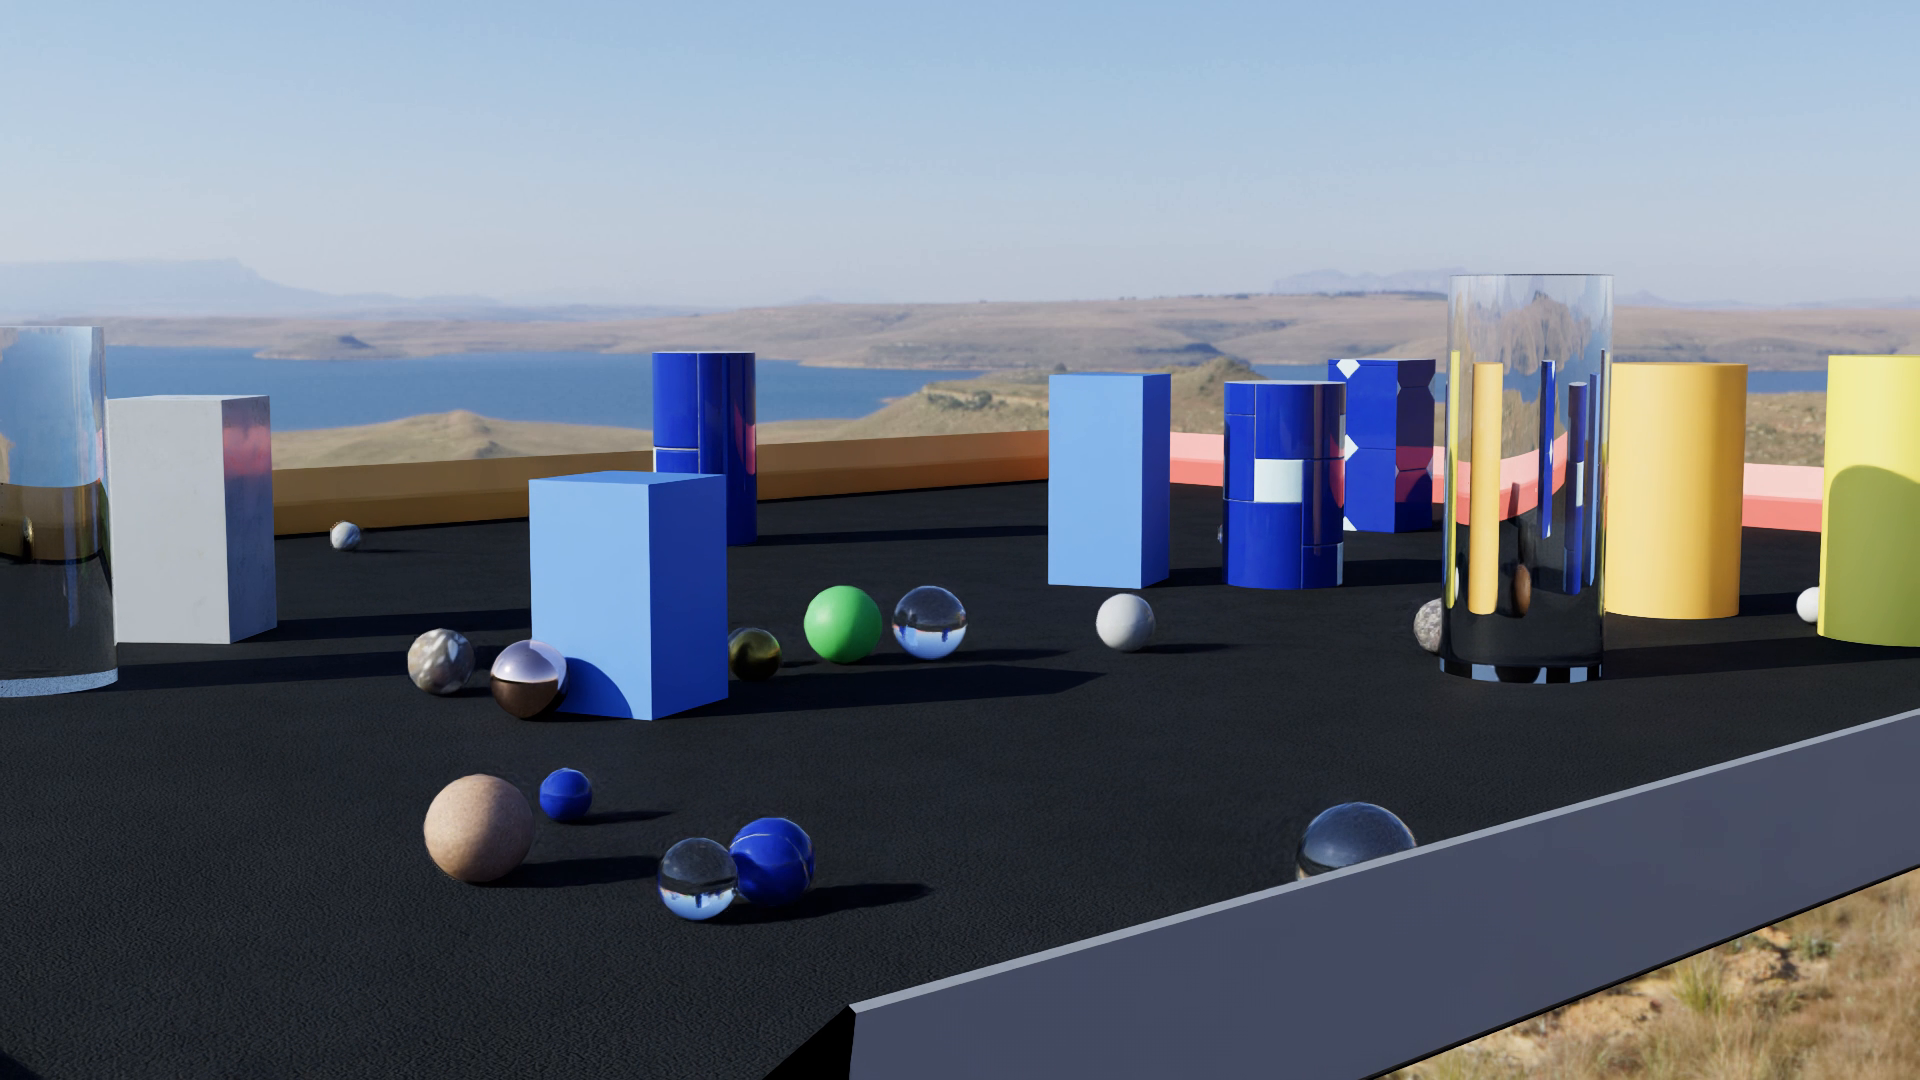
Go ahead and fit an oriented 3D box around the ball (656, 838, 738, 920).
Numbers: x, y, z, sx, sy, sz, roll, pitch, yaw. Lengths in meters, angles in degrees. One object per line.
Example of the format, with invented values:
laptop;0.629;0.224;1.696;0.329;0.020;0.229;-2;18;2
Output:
ball;-0.192;0.248;1.612;0.060;0.060;0.060;0;6;0

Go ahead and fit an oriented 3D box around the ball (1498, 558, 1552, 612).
ball;0.839;0.067;3.264;0.078;0.078;0.078;0;6;0

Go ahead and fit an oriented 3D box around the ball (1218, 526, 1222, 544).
ball;0.510;-0.011;4.147;0.049;0.049;0.049;0;6;0

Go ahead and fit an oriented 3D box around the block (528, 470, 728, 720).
block;-0.372;0.057;2.487;0.158;0.258;0.158;3;7;26

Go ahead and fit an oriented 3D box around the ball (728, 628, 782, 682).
ball;-0.247;0.138;2.641;0.065;0.065;0.065;0;6;0

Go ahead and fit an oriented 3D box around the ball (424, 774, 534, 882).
ball;-0.375;0.225;1.717;0.084;0.084;0.084;0;6;0

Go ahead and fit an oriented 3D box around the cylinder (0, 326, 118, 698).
cylinder;-1.114;-0.040;2.615;0.197;0.425;0.197;0;6;0

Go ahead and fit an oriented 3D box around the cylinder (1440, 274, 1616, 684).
cylinder;0.695;-0.081;2.704;0.197;0.487;0.197;0;6;0

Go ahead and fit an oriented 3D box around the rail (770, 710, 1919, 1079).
rail;1.128;0.160;2.117;4.047;0.128;0.045;-5;8;-42

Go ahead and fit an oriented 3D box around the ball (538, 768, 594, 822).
ball;-0.344;0.223;1.919;0.047;0.047;0.047;0;6;0

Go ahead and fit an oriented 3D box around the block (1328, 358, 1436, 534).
block;0.860;-0.196;4.496;0.158;0.345;0.158;5;8;40

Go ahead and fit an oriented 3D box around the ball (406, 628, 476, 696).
ball;-0.602;0.141;2.553;0.077;0.077;0.077;0;6;0

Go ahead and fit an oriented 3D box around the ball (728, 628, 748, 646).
ball;-0.270;0.134;2.751;0.050;0.050;0.050;0;6;0

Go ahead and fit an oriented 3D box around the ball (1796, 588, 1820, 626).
ball;1.216;0.094;3.121;0.054;0.054;0.054;0;6;0

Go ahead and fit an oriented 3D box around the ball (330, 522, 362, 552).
ball;-1.135;-0.006;4.065;0.055;0.055;0.055;0;6;0

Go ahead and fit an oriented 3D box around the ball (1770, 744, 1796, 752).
ball;0.689;0.213;1.803;0.090;0.090;0.090;0;6;0

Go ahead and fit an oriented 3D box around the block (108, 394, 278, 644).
block;-1.049;-0.032;3.015;0.158;0.326;0.158;1;6;5

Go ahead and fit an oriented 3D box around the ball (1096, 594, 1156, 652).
ball;0.217;0.108;2.876;0.077;0.077;0.077;0;6;0

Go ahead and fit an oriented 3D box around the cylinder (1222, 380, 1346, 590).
cylinder;0.530;-0.094;3.601;0.197;0.328;0.197;0;6;0

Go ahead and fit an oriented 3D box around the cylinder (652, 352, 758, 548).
cylinder;-0.488;-0.177;4.211;0.197;0.365;0.197;0;6;0

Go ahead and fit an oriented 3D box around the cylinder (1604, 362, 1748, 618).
cylinder;1.058;-0.078;3.262;0.197;0.366;0.197;0;6;0

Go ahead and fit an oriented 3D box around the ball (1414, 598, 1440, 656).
ball;0.625;0.112;2.842;0.075;0.075;0.075;0;6;0

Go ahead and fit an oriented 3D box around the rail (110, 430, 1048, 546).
rail;-1.128;-0.094;4.547;4.047;0.128;0.045;-5;8;-42

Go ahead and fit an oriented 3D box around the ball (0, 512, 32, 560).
ball;-1.707;-0.007;3.936;0.084;0.084;0.084;0;6;0

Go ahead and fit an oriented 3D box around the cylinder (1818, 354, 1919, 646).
cylinder;1.282;-0.059;2.998;0.197;0.383;0.197;0;6;0

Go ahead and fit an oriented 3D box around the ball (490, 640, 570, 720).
ball;-0.470;0.152;2.402;0.087;0.087;0.087;0;6;0

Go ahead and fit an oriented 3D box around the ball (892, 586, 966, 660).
ball;-0.039;0.106;2.808;0.095;0.095;0.095;0;6;0

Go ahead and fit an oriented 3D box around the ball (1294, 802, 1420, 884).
ball;0.288;0.235;1.590;0.091;0.091;0.091;0;6;0

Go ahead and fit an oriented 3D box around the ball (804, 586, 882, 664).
ball;-0.148;0.106;2.784;0.099;0.099;0.099;0;6;0

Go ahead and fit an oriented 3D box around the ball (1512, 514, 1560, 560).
ball;1.031;-0.006;3.940;0.081;0.081;0.081;0;6;0

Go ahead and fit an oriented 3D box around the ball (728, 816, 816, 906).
ball;-0.141;0.241;1.649;0.066;0.066;0.066;0;6;0

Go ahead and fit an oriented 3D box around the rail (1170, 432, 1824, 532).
rail;1.470;-0.108;4.681;0.045;0.128;3.373;-5;8;-42

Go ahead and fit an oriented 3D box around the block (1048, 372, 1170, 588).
block;0.247;-0.102;3.614;0.158;0.340;0.158;2;6;22
